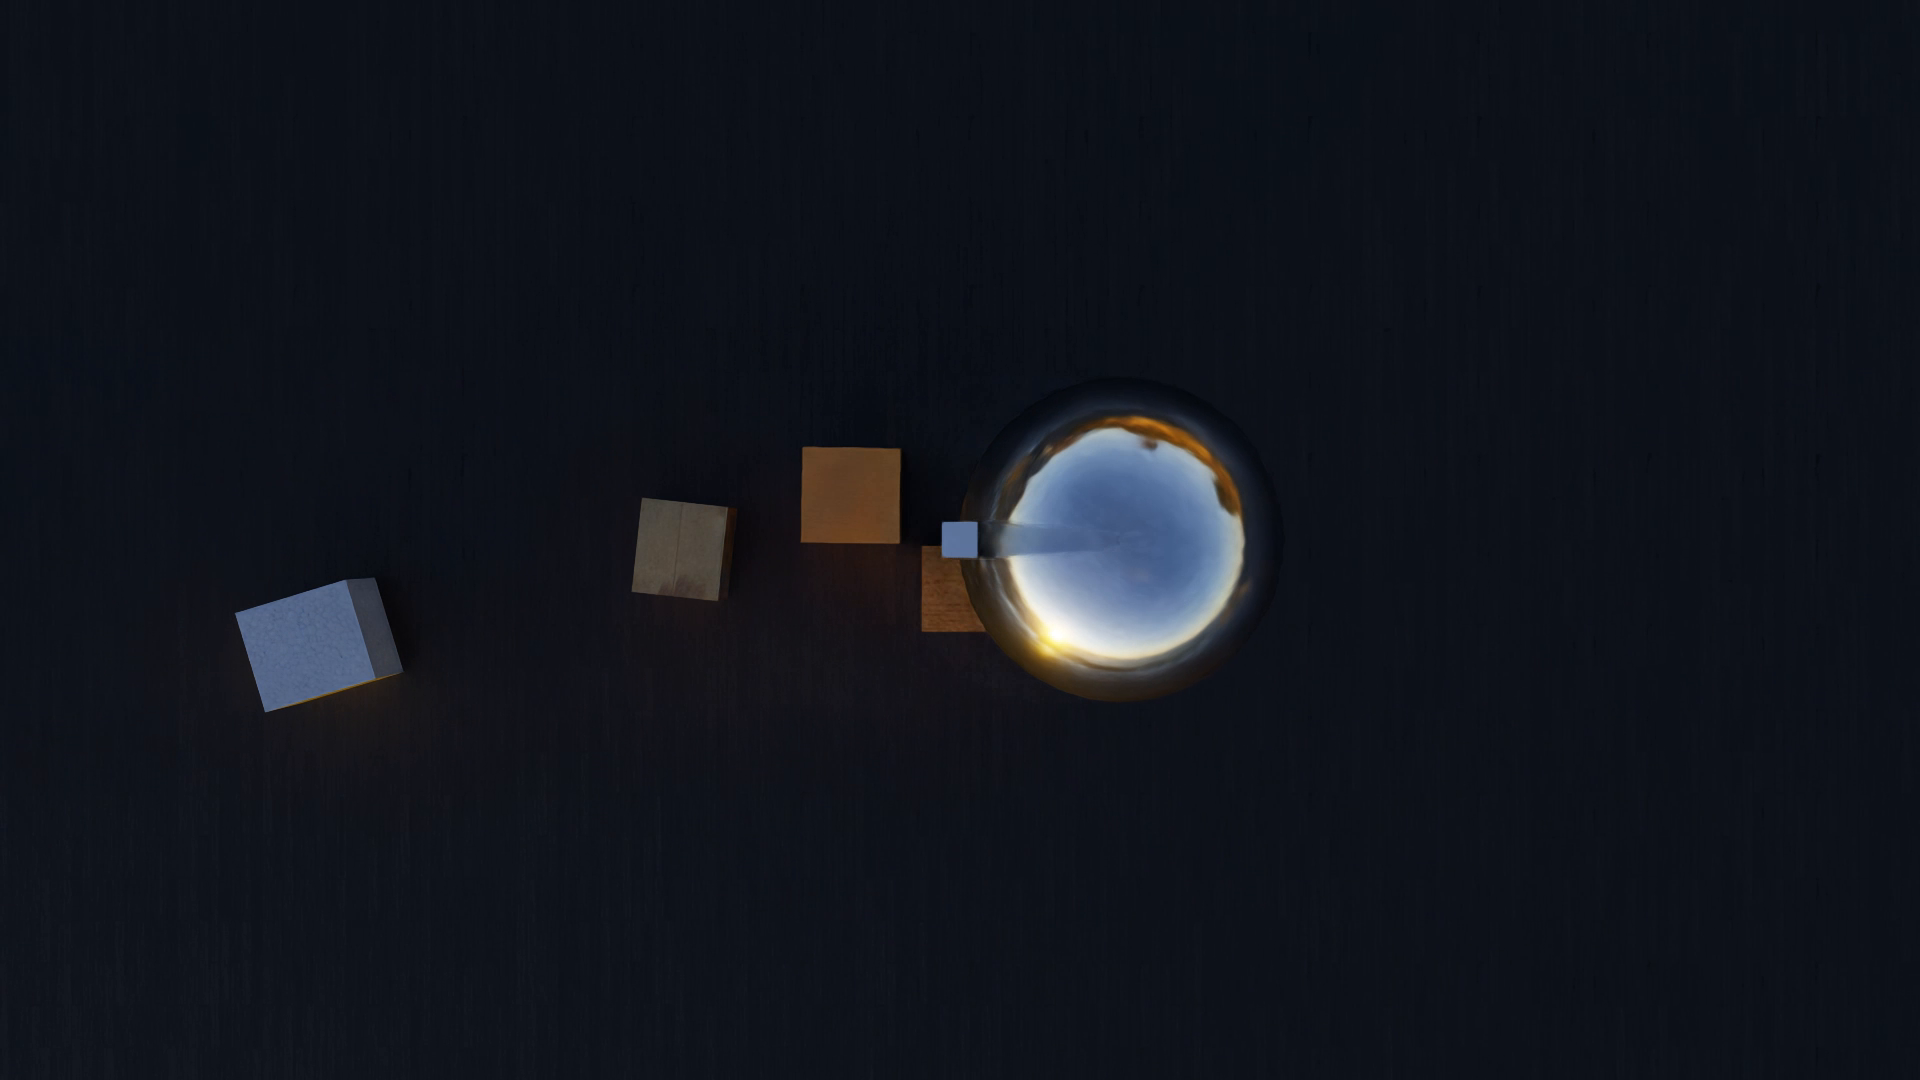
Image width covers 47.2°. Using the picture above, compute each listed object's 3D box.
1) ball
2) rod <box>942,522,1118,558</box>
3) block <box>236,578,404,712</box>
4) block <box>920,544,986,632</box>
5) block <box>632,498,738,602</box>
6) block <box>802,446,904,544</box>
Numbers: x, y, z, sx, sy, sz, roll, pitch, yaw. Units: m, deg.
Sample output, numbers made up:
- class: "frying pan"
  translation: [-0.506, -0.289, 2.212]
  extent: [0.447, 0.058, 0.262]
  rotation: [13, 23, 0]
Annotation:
- class: "ball"
  translation: [0.790, 0.000, 10.819]
  extent: [1.600, 1.600, 1.600]
  rotation: [0, 90, 0]
- class: "rod"
  translation: [0.342, 0.000, 7.449]
  extent: [0.080, 5.200, 0.080]
  rotation: [0, 90, 8]
- class: "block"
  translation: [-3.684, 0.596, 12.689]
  extent: [0.650, 0.622, 0.584]
  rotation: [-17, 90, 0]
- class: "block"
  translation: [0.018, 0.279, 12.771]
  extent: [0.479, 0.457, 0.496]
  rotation: [0, 90, 0]
- class: "block"
  translation: [-1.588, 0.053, 12.732]
  extent: [0.491, 0.536, 0.537]
  rotation: [6, 90, 0]
- class: "block"
  translation: [-0.617, -0.253, 12.721]
  extent: [0.557, 0.558, 0.540]
  rotation: [1, 90, 0]
